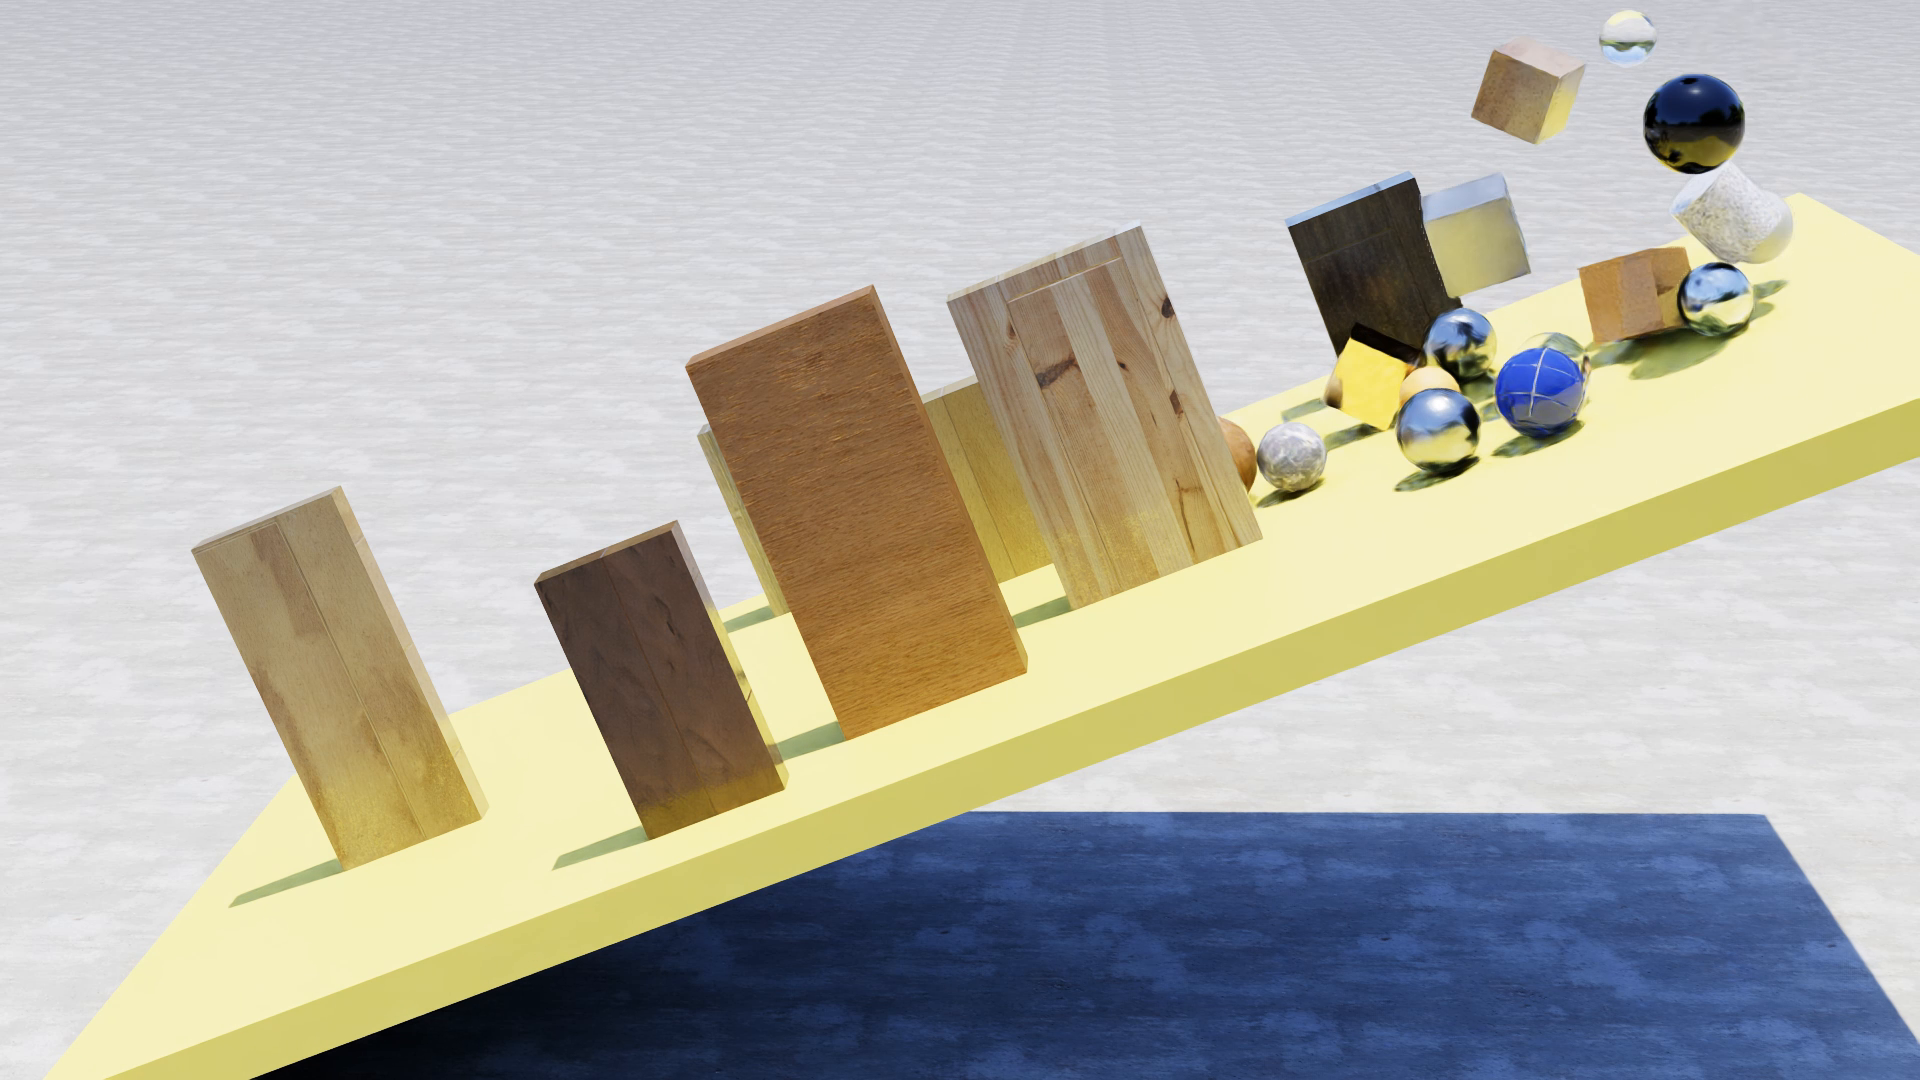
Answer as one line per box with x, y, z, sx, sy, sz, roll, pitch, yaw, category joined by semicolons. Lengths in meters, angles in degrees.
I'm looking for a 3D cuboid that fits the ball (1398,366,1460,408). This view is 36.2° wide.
0.993;-0.301;6.219;0.131;0.131;0.131;0;14;0;ball

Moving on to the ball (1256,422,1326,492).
0.696;-0.175;6.173;0.146;0.146;0.146;0;14;0;ball

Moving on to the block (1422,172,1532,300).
1.099;-0.650;6.270;0.180;0.180;0.180;-17;20;14;block

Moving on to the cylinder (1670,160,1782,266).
1.572;-0.674;6.041;0.160;0.160;0.160;42;12;-7;cylinder

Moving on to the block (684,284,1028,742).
-0.193;-0.049;5.674;0.378;0.797;0.115;-21;12;7;block

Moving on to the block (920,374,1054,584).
0.057;-0.133;6.454;0.320;0.434;0.112;-21;12;7;block

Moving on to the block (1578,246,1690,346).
1.425;-0.513;6.161;0.165;0.165;0.165;-14;-2;42;block

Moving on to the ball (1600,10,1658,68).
1.396;-1.047;6.147;0.118;0.118;0.118;0;14;0;ball

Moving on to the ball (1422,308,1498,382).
1.104;-0.431;6.499;0.164;0.164;0.164;0;14;0;ball

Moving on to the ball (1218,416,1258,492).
0.529;-0.161;6.262;0.209;0.209;0.209;0;14;0;ball

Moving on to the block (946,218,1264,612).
0.294;-0.248;5.929;0.414;0.683;0.094;-21;12;7;block

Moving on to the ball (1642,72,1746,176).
1.452;-0.823;5.820;0.200;0.200;0.200;0;14;0;ball

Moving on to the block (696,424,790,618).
-0.345;-0.115;7.004;0.395;0.477;0.130;-21;12;7;block

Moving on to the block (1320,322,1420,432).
0.896;-0.358;6.421;0.156;0.156;0.156;24;21;4;block

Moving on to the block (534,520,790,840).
-0.563;0.268;5.576;0.283;0.544;0.086;-21;12;7;block

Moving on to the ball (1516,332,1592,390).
1.195;-0.340;5.946;0.162;0.162;0.162;0;14;0;ball

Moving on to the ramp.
0.125;0.173;6.290;4.000;0.100;2.000;-21;12;7;ramp

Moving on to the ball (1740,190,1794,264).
1.676;-0.660;6.199;0.158;0.158;0.158;0;14;0;ball

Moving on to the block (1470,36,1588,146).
1.149;-0.908;5.938;0.149;0.149;0.149;28;33;23;block

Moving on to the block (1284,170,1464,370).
0.972;-0.588;6.784;0.306;0.430;0.129;-21;12;7;block

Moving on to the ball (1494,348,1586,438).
1.142;-0.290;5.788;0.178;0.178;0.178;0;14;0;ball

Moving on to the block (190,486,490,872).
-1.316;0.299;6.266;0.328;0.768;0.084;-21;12;7;block

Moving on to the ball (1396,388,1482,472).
0.951;-0.219;5.845;0.170;0.170;0.170;0;14;0;ball

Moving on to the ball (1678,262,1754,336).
1.541;-0.491;6.000;0.152;0.152;0.152;0;14;0;ball
